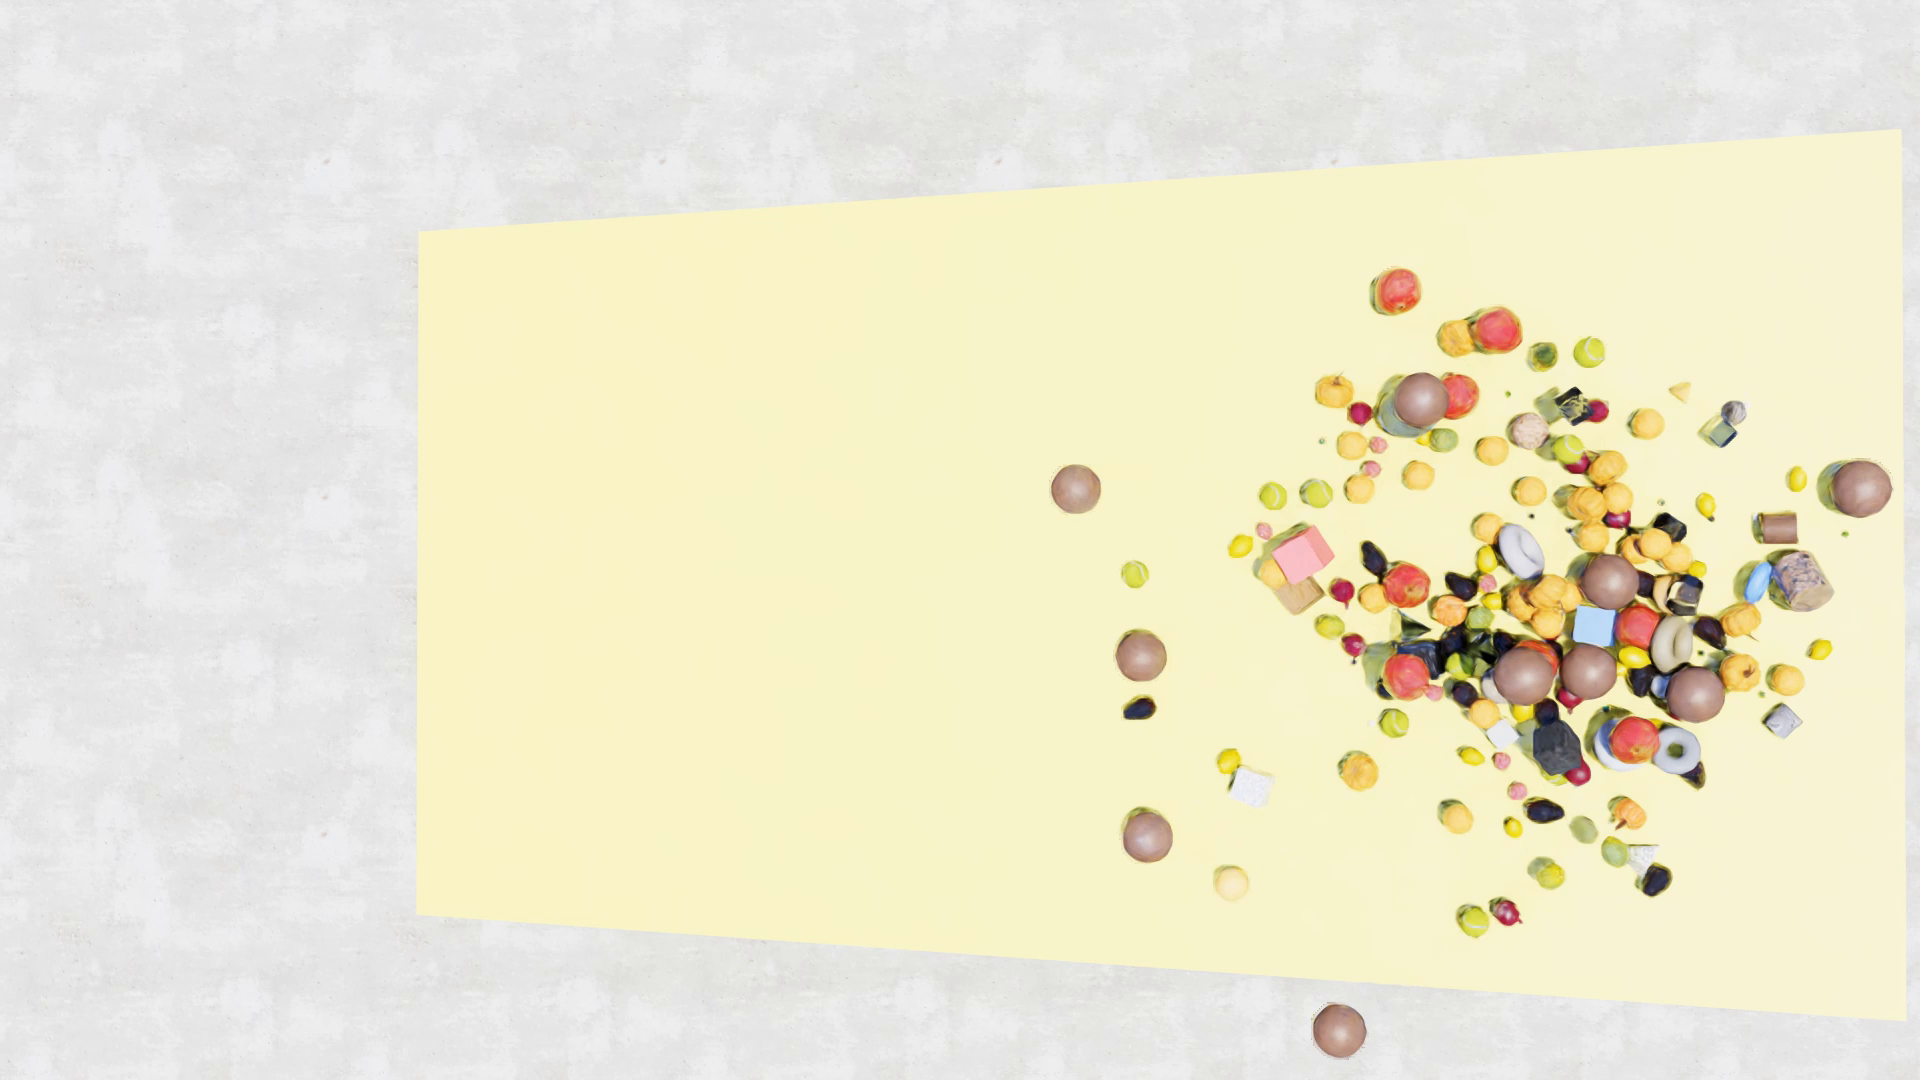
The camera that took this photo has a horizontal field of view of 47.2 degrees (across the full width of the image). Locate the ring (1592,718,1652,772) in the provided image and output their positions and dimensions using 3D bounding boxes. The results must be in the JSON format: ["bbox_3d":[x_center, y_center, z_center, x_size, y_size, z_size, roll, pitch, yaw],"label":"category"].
[{"bbox_3d":[1.533,0.473,5.088,0.134,0.045,0.134,-9,57,15],"label":"ring"}]

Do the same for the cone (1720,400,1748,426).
[{"bbox_3d":[1.773,-0.294,5.042,0.059,0.059,0.059,0,89,22],"label":"cone"}]

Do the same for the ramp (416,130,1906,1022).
[{"bbox_3d":[0.283,0.086,5.730,4.000,0.100,2.000,0,89,22],"label":"ramp"}]

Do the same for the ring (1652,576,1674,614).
[{"bbox_3d":[1.641,0.127,5.081,0.094,0.031,0.094,9,67,-22],"label":"ring"}]

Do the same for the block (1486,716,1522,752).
[{"bbox_3d":[1.293,0.462,5.229,0.057,0.057,0.057,-41,75,17],"label":"block"}]

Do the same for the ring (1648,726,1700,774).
[{"bbox_3d":[1.633,0.481,5.021,0.114,0.038,0.114,-5,66,12],"label":"ring"}]

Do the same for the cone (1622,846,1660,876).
[{"bbox_3d":[1.598,0.729,5.114,0.078,0.078,0.078,-30,89,-8],"label":"cone"}]

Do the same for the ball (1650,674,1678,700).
[{"bbox_3d":[1.624,0.337,5.077,0.060,0.060,0.060,0,89,0],"label":"ball"}]

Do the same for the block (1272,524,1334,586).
[{"bbox_3d":[0.823,0.035,5.268,0.094,0.094,0.094,-32,91,31],"label":"block"}]

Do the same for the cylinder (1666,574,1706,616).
[{"bbox_3d":[1.660,0.127,5.031,0.070,0.070,0.070,28,62,0],"label":"cylinder"}]

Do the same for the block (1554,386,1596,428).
[{"bbox_3d":[1.407,-0.306,5.036,0.060,0.060,0.060,-34,107,12],"label":"block"}]

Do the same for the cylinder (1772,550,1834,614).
[{"bbox_3d":[1.892,0.094,4.938,0.100,0.100,0.100,-15,51,0],"label":"cylinder"}]

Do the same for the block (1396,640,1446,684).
[{"bbox_3d":[1.108,0.293,5.289,0.090,0.090,0.090,-9,86,22],"label":"block"}]

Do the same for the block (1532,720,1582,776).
[{"bbox_3d":[1.376,0.480,5.068,0.080,0.080,0.080,-24,124,32],"label":"block"}]

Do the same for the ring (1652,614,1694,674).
[{"bbox_3d":[1.637,0.241,5.053,0.140,0.047,0.140,-5,98,-41],"label":"ring"}]

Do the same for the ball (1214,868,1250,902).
[{"bbox_3d":[0.675,0.856,5.461,0.086,0.086,0.086,0,89,0],"label":"ball"}]

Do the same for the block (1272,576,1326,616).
[{"bbox_3d":[0.835,0.127,5.406,0.084,0.084,0.084,-39,76,17],"label":"block"}]

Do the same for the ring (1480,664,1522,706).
[{"bbox_3d":[1.291,0.345,5.245,0.097,0.032,0.097,-1,88,23],"label":"ring"}]

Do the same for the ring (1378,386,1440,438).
[{"bbox_3d":[1.082,-0.308,5.304,0.145,0.048,0.145,-5,56,7],"label":"ring"}]

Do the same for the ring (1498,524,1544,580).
[{"bbox_3d":[1.323,0.029,5.179,0.049,0.146,0.146,-34,89,36],"label":"ring"}]

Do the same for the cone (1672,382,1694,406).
[{"bbox_3d":[1.679,-0.334,5.099,0.050,0.050,0.050,-16,115,0],"label":"cone"}]

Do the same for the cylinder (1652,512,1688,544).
[{"bbox_3d":[1.642,-0.026,5.083,0.055,0.055,0.055,29,89,-16],"label":"cylinder"}]

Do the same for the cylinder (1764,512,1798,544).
[{"bbox_3d":[1.864,-0.026,4.994,0.073,0.073,0.073,-2,89,22],"label":"cylinder"}]

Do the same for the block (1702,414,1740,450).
[{"bbox_3d":[1.746,-0.250,5.045,0.052,0.052,0.052,40,109,-5],"label":"block"}]

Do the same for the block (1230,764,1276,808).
[{"bbox_3d":[0.726,0.611,5.446,0.080,0.080,0.080,19,96,21],"label":"block"}]

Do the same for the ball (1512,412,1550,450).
[{"bbox_3d":[1.348,-0.257,5.200,0.088,0.088,0.088,0,89,0],"label":"ball"}]

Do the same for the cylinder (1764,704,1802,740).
[{"bbox_3d":[1.871,0.412,4.994,0.059,0.059,0.059,44,105,0],"label":"cylinder"}]

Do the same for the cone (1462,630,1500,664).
[{"bbox_3d":[1.234,0.259,5.267,0.080,0.080,0.080,7,79,-40],"label":"cone"}]

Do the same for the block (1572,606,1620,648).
[{"bbox_3d":[1.486,0.201,5.137,0.084,0.084,0.084,9,91,24],"label":"block"}]
